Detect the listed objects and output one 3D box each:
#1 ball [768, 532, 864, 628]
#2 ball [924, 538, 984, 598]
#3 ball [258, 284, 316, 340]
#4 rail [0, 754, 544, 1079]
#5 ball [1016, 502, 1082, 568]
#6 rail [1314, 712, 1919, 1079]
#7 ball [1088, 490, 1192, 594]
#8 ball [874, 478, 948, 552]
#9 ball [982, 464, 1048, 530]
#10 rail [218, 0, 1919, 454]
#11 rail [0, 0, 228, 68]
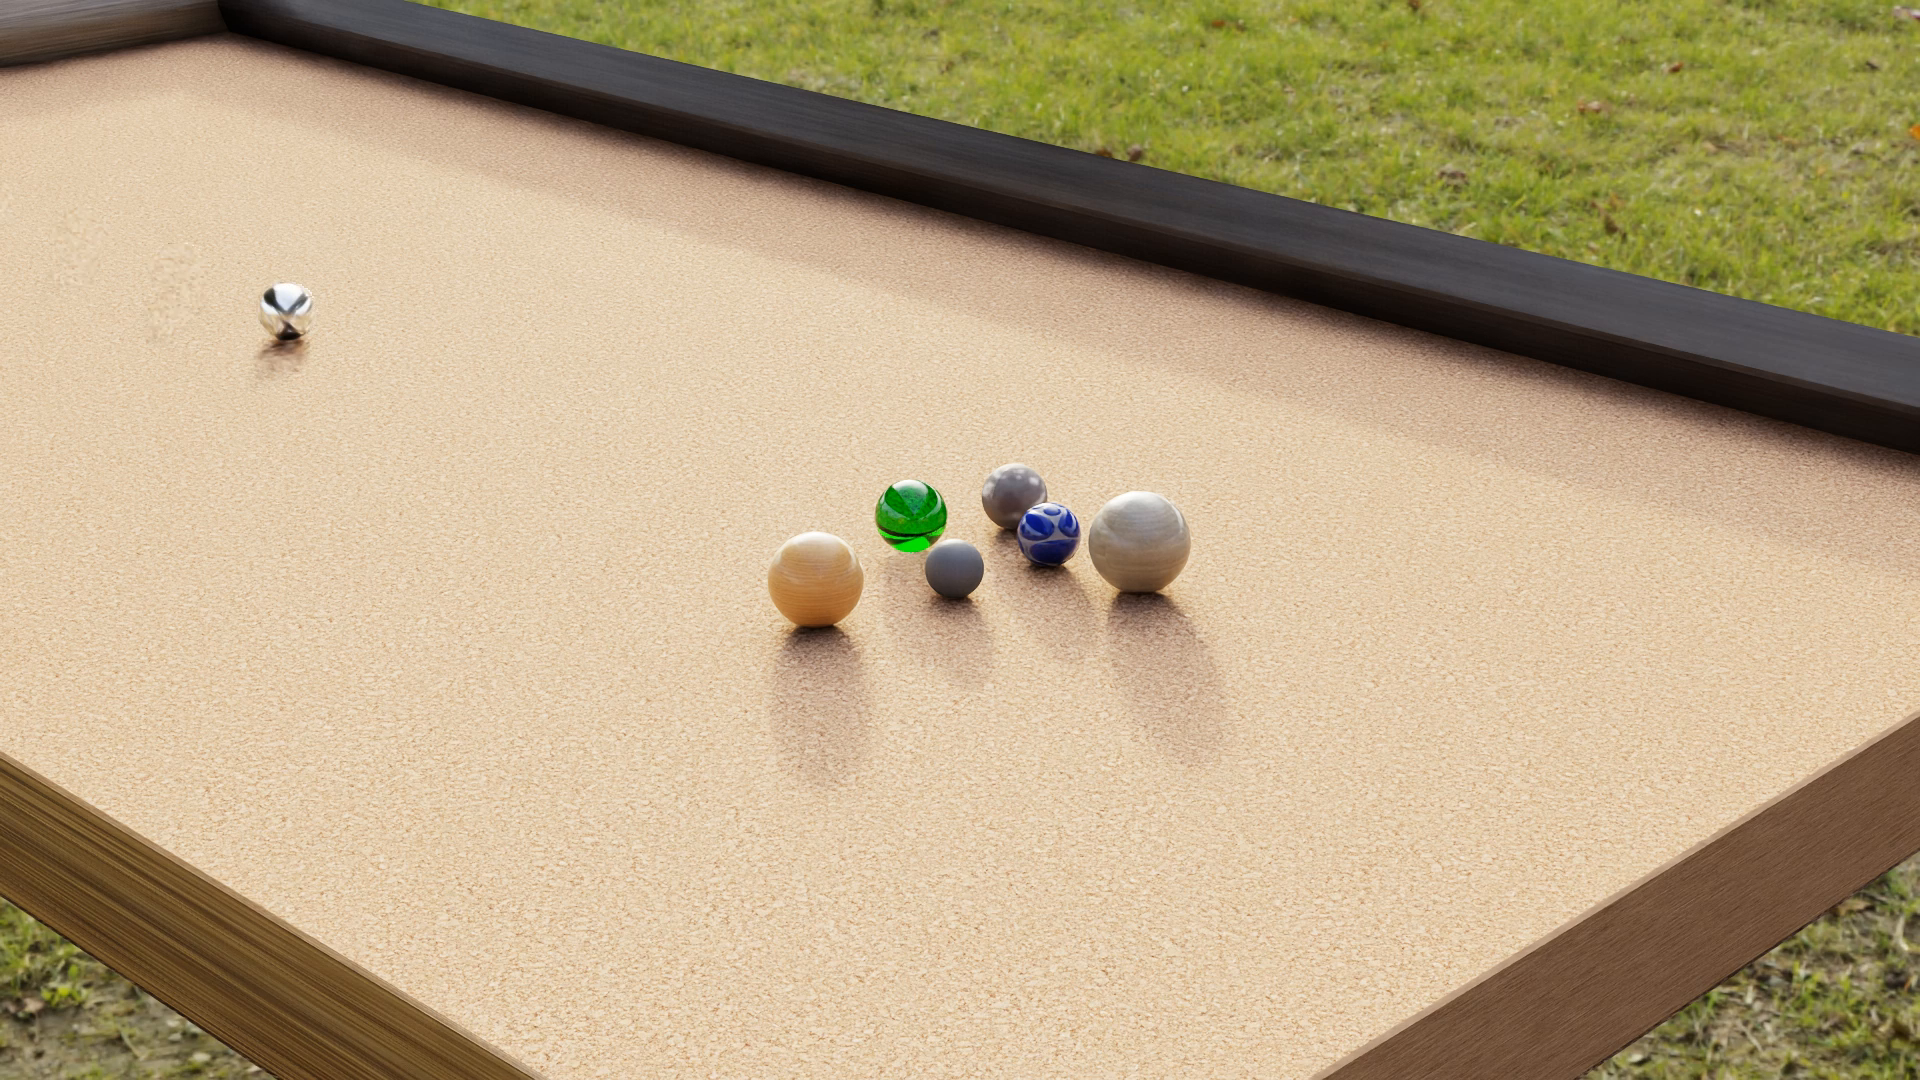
[{"bbox_3d":[-0.125,0.034,2.539,0.083,0.083,0.083,0,21,0],"label":"ball"},{"bbox_3d":[-0.005,0.025,2.605,0.053,0.053,0.053,0,21,0],"label":"ball"},{"bbox_3d":[-0.763,-0.258,3.329,0.064,0.064,0.064,0,21,0],"label":"ball"},{"bbox_3d":[-1.255,-0.018,2.623,3.530,0.119,0.045,19,28,41],"label":"rail"},{"bbox_3d":[0.081,-0.005,2.675,0.059,0.059,0.059,0,21,0],"label":"ball"},{"bbox_3d":[0.612,0.192,2.076,0.045,0.119,1.832,19,28,41],"label":"rail"},{"bbox_3d":[0.160,0.002,2.611,0.091,0.091,0.091,0,21,0],"label":"ball"},{"bbox_3d":[-0.045,-0.022,2.708,0.068,0.068,0.068,0,21,0],"label":"ball"},{"bbox_3d":[0.051,-0.041,2.764,0.062,0.062,0.062,0,21,0],"label":"ball"},{"bbox_3d":[-0.002,-0.473,3.810,3.530,0.119,0.045,19,28,41],"label":"rail"},{"bbox_3d":[-1.869,-0.683,4.358,0.045,0.119,1.832,19,28,41],"label":"rail"}]
